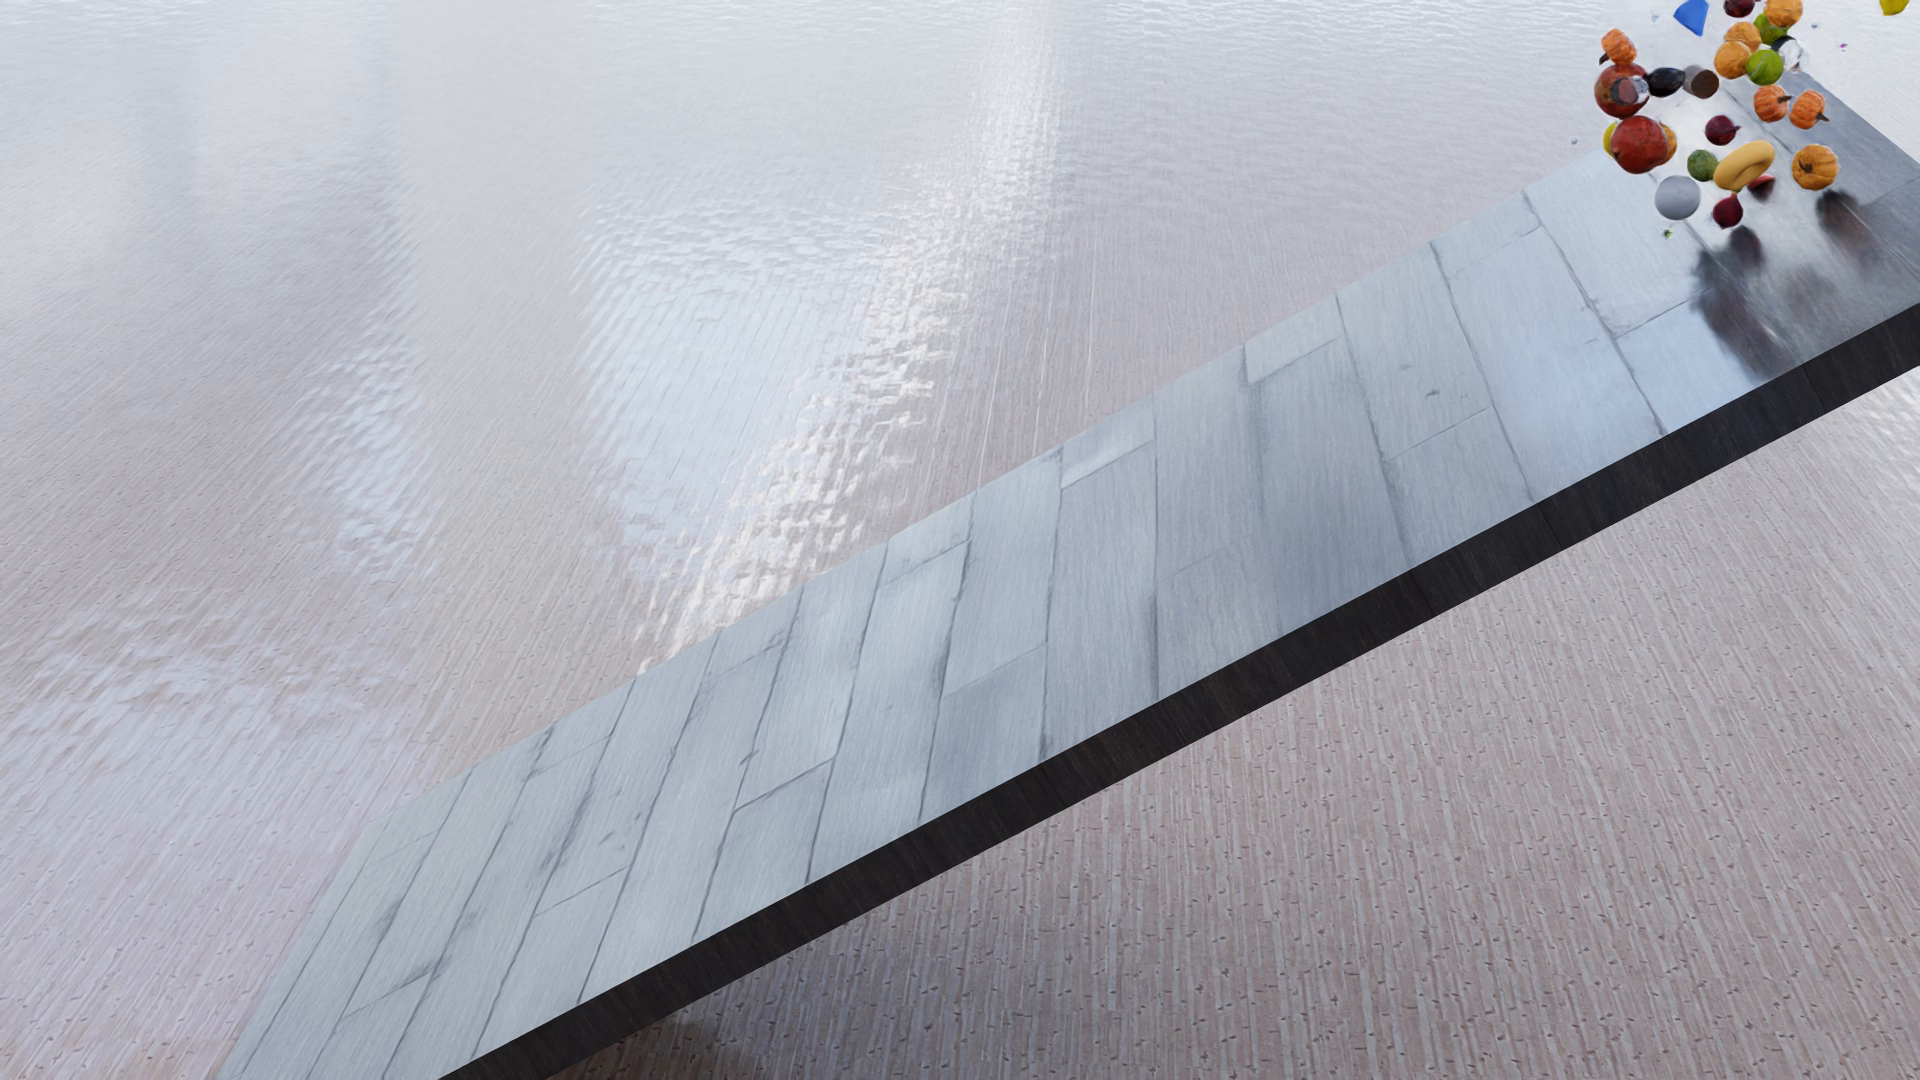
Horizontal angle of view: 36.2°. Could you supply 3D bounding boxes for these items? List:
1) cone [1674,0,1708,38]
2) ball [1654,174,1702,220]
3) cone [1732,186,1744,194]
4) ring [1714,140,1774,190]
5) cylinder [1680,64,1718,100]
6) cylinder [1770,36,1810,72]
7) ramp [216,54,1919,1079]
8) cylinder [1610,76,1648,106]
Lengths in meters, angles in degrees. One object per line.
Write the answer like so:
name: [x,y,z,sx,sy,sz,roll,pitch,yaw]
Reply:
cone: [1.484,-1.039,5.927,0.071,0.071,0.071,-4,60,-11]
ball: [1.442,-0.689,5.913,0.093,0.093,0.093,0,19,0]
cone: [1.511,-0.706,5.671,0.057,0.057,0.057,-19,-8,-44]
ring: [1.489,-0.711,5.583,0.126,0.126,0.042,-14,65,-35]
cylinder: [1.499,-0.930,5.964,0.060,0.060,0.060,-3,21,-10]
cylinder: [1.610,-0.942,5.704,0.060,0.060,0.060,15,4,38]
ramp: [0.142,0.168,6.286,4.000,0.100,2.000,-29,15,12]
cylinder: [1.319,-0.885,5.794,0.055,0.055,0.055,15,21,38]
